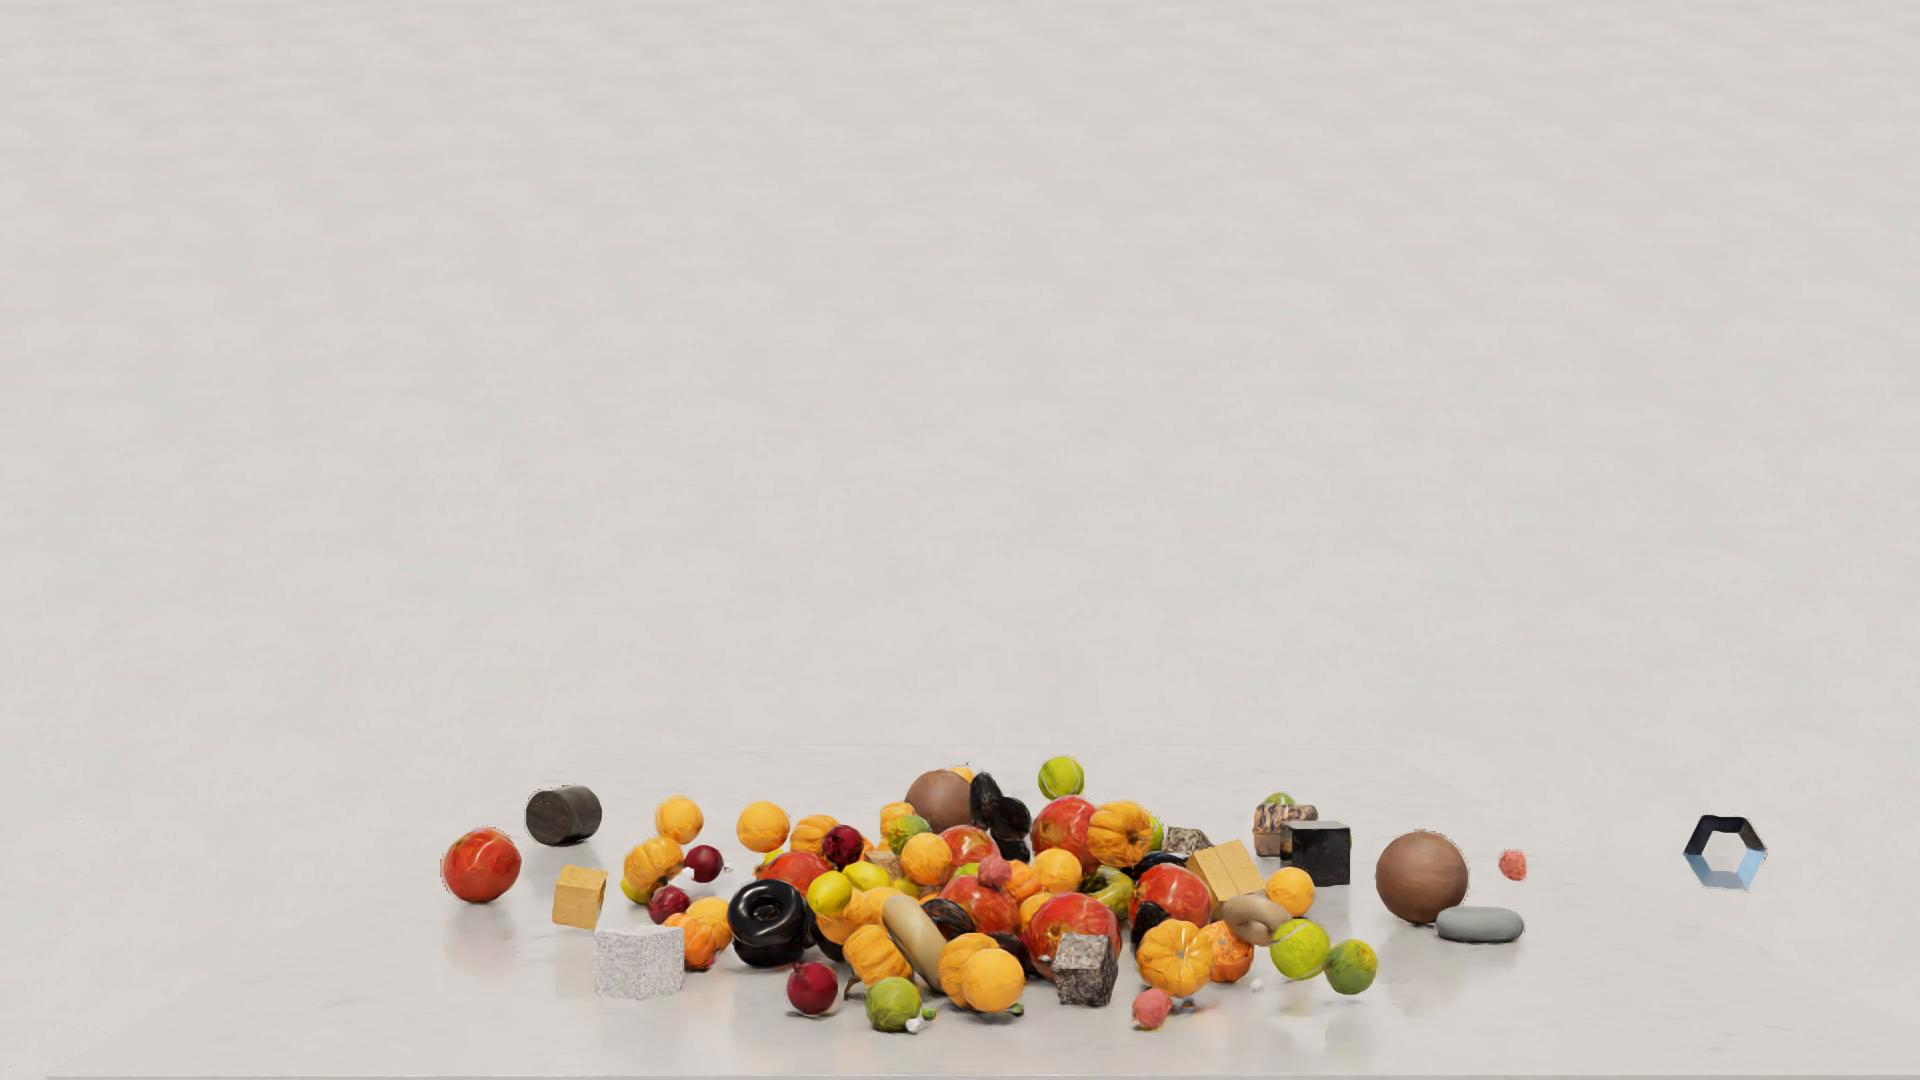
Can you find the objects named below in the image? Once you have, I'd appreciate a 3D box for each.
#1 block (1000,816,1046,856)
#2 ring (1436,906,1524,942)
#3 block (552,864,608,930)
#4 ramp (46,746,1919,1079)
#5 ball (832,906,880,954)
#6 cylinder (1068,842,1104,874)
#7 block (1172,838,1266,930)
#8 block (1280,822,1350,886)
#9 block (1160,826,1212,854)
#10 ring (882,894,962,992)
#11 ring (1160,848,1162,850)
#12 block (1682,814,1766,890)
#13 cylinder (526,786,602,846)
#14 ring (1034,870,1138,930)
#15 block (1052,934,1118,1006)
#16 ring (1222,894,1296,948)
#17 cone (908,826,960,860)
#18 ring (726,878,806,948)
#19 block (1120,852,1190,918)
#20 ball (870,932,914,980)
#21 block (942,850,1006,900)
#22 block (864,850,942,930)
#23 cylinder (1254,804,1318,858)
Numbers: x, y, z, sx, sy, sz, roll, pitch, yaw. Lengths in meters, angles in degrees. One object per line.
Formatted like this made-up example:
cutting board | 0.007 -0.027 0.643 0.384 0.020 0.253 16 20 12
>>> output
block | 0.108 0.509 4.447 0.058 0.058 0.058 0 0 -39
ring | 0.707 0.522 3.517 0.118 0.039 0.118 1 -1 0
block | -0.523 0.491 3.555 0.060 0.060 0.060 10 18 -1
ramp | 0.066 0.587 4.637 2.000 0.100 4.000 0 0 0
ball | -0.136 0.510 3.381 0.062 0.062 0.062 0 29 0
cylinder | 0.202 0.513 4.162 0.052 0.052 0.052 -6 28 8
block | 0.359 0.477 3.582 0.080 0.080 0.080 -12 59 -28
block | 0.559 0.494 4.077 0.090 0.090 0.090 0 0 -6
block | 0.362 0.499 4.129 0.057 0.057 0.057 0 54 35
ring | -0.046 0.483 3.103 0.045 0.134 0.134 -36 39 -10
ring | 0.381 0.524 4.351 0.089 0.030 0.089 1 1 0
block | 1.243 0.507 4.202 0.082 0.082 0.082 -2 44 49
cylinder | -0.704 0.489 4.594 0.096 0.096 0.096 15 7 25
ring | 0.178 0.505 3.631 0.148 0.049 0.148 -9 12 2
block | 0.147 0.503 3.028 0.058 0.058 0.058 -2 34 20
ring | 0.362 0.462 3.135 0.093 0.093 0.031 12 56 20
cone | -0.025 0.495 4.023 0.090 0.090 0.090 3 29 20
ring | -0.244 0.471 3.265 0.101 0.034 0.101 -2 44 2
block | 0.289 0.500 3.755 0.082 0.082 0.082 0 0 40
ball | -0.080 0.513 3.194 0.060 0.060 0.060 0 29 0
block | 0.007 0.532 3.928 0.076 0.076 0.076 27 11 -34
block | -0.081 0.492 3.644 0.099 0.099 0.099 0 0 -8
cylinder | 0.551 0.491 4.365 0.090 0.090 0.090 -1 27 23
